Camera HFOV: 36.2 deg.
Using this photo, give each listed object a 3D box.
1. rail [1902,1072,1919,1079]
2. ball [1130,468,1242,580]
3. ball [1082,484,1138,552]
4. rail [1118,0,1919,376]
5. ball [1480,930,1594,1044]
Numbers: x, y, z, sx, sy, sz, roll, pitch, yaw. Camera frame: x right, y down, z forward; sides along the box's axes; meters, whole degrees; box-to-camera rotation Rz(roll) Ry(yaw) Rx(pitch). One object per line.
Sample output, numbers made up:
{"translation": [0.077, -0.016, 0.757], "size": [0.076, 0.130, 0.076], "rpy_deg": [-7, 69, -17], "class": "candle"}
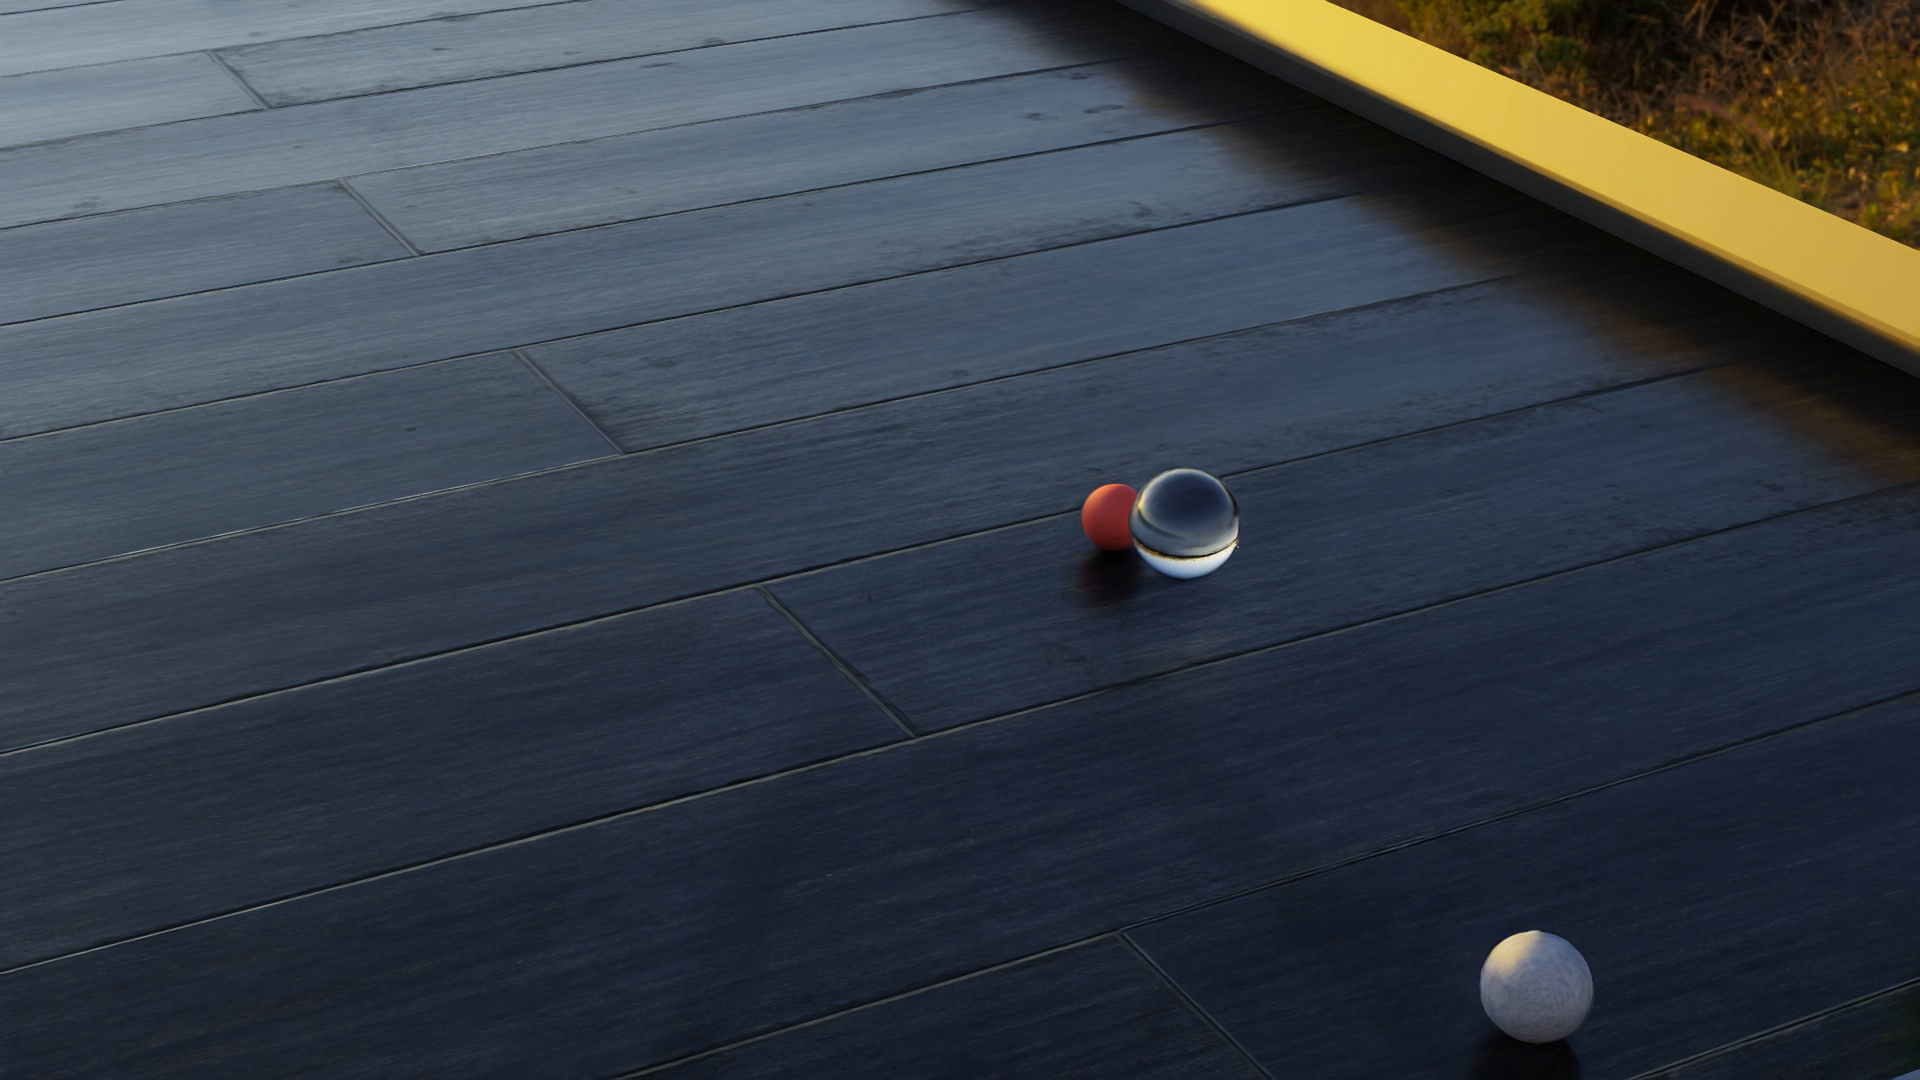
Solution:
{"translation": [0.384, 0.299, 1.392], "size": [1.742, 0.102, 0.045], "rpy_deg": [-13, 28, -25], "class": "rail"}
{"translation": [0.159, -0.011, 2.068], "size": [0.079, 0.079, 0.079], "rpy_deg": [0, 26, 0], "class": "ball"}
{"translation": [0.111, -0.016, 2.113], "size": [0.048, 0.048, 0.048], "rpy_deg": [0, 26, 0], "class": "ball"}
{"translation": [0.356, -0.516, 3.091], "size": [0.045, 0.102, 3.414], "rpy_deg": [-13, 28, -25], "class": "rail"}
{"translation": [0.307, 0.239, 1.570], "size": [0.060, 0.060, 0.060], "rpy_deg": [0, 26, 0], "class": "ball"}
